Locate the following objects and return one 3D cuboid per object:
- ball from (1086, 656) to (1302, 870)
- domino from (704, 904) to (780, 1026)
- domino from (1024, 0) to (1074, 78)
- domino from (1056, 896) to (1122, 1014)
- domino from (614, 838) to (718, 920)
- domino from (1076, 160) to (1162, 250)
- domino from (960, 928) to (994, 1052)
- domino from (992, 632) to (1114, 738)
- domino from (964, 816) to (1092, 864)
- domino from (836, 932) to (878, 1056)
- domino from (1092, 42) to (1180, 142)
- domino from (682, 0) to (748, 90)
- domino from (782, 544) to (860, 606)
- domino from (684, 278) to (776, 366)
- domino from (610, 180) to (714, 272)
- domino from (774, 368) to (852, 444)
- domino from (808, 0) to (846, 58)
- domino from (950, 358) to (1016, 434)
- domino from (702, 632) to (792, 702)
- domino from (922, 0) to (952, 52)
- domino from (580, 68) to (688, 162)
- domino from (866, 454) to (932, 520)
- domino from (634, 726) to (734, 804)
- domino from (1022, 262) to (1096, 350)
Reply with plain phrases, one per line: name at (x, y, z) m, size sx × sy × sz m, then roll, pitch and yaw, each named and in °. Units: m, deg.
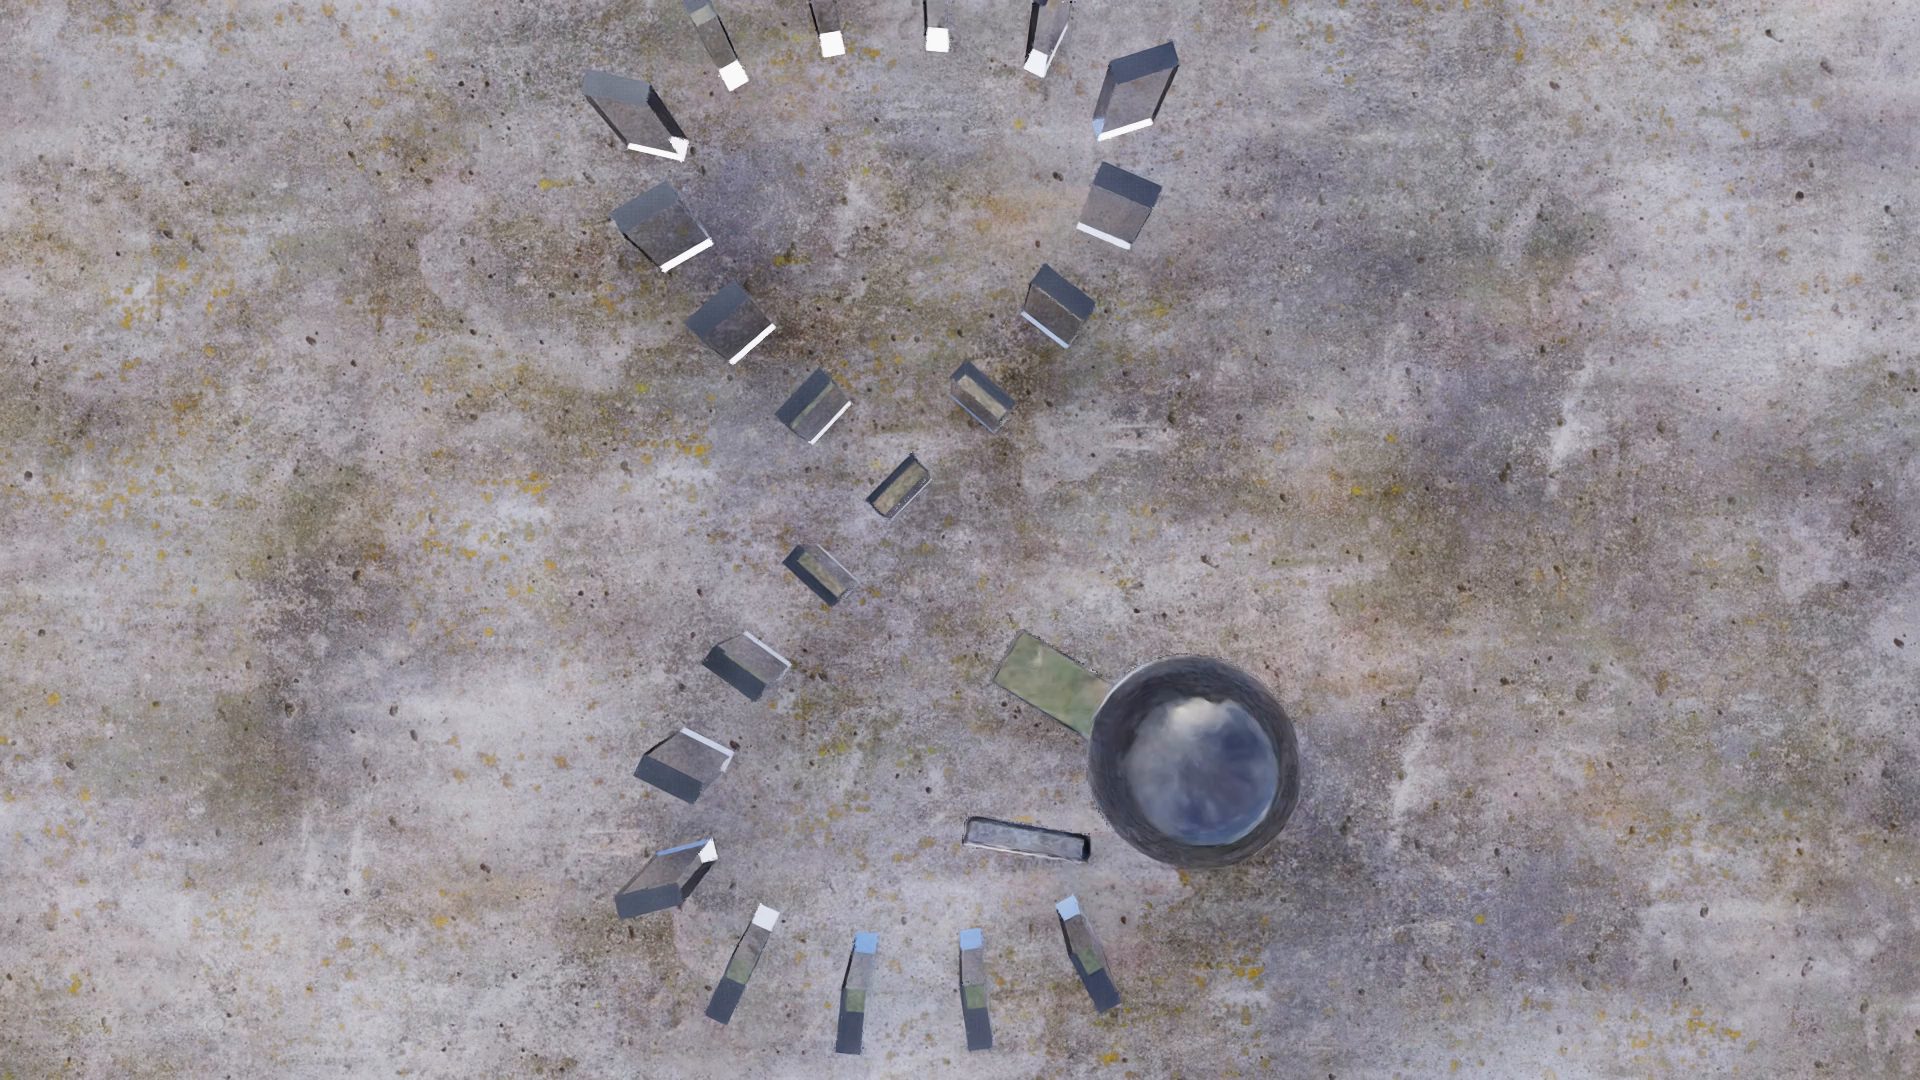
ball at (0.089, 0.085, 0.353) m, size 0.080 × 0.080 × 0.080 m, roll 0°, pitch 90°, yaw 0°
domino at (-0.088, 0.172, 0.375) m, size 0.009 × 0.050 × 0.025 m, roll 24°, pitch 90°, yaw 0°
domino at (0.037, -0.215, 0.375) m, size 0.010 × 0.050 × 0.025 m, roll 26°, pitch 90°, yaw 0°
domino at (0.052, 0.168, 0.375) m, size 0.009 × 0.050 × 0.025 m, roll -28°, pitch 90°, yaw 0°
domino at (-0.119, 0.138, 0.375) m, size 0.025 × 0.050 × 0.010 m, roll -15°, pitch 90°, yaw 0°
domino at (0.064, -0.136, 0.375) m, size 0.025 × 0.050 × 0.009 m, roll 23°, pitch 90°, yaw 0°
domino at (0.006, 0.182, 0.375) m, size 0.009 × 0.050 × 0.025 m, roll -8°, pitch 90°, yaw 0°
domino at (0.042, 0.063, 0.395) m, size 0.050 × 0.009 × 0.025 m, roll 31°, pitch 90°, yaw 0°
domino at (0.028, 0.127, 0.387) m, size 0.050 × 0.025 × 0.010 m, roll 9°, pitch 67°, yaw 0°
domino at (-0.042, 0.184, 0.375) m, size 0.009 × 0.050 × 0.025 m, roll 6°, pitch 90°, yaw 0°
domino at (0.071, -0.182, 0.375) m, size 0.025 × 0.050 × 0.009 m, roll -18°, pitch 90°, yaw 0°
domino at (-0.102, -0.209, 0.375) m, size 0.009 × 0.050 × 0.025 m, roll -29°, pitch 90°, yaw 0°
domino at (-0.056, 0.014, 0.375) m, size 0.025 × 0.050 × 0.010 m, roll 42°, pitch 90°, yaw 0°
domino at (-0.093, -0.088, 0.375) m, size 0.025 × 0.050 × 0.009 m, roll -41°, pitch 90°, yaw 0°
domino at (-0.121, -0.127, 0.375) m, size 0.025 × 0.050 × 0.009 m, roll -30°, pitch 90°, yaw 0°
domino at (-0.059, -0.054, 0.375) m, size 0.010 × 0.050 × 0.025 m, roll 44°, pitch 90°, yaw 0°
domino at (-0.057, -0.224, 0.375) m, size 0.009 × 0.050 × 0.025 m, roll -10°, pitch 90°, yaw 0°
domino at (0.009, -0.058, 0.375) m, size 0.025 × 0.050 × 0.010 m, roll 41°, pitch 90°, yaw 0°
domino at (-0.086, 0.051, 0.375) m, size 0.025 × 0.050 × 0.010 m, roll 36°, pitch 90°, yaw 0°
domino at (-0.009, -0.226, 0.375) m, size 0.009 × 0.050 × 0.025 m, roll 4°, pitch 90°, yaw 0°
domino at (-0.132, -0.173, 0.375) m, size 0.025 × 0.050 × 0.009 m, roll 13°, pitch 90°, yaw 0°
domino at (-0.024, -0.021, 0.375) m, size 0.009 × 0.050 × 0.025 m, roll 45°, pitch 90°, yaw 0°
domino at (-0.112, 0.091, 0.375) m, size 0.025 × 0.050 × 0.010 m, roll 26°, pitch 90°, yaw 0°
domino at (0.040, -0.095, 0.375) m, size 0.025 × 0.050 × 0.010 m, roll 38°, pitch 90°, yaw 0°
